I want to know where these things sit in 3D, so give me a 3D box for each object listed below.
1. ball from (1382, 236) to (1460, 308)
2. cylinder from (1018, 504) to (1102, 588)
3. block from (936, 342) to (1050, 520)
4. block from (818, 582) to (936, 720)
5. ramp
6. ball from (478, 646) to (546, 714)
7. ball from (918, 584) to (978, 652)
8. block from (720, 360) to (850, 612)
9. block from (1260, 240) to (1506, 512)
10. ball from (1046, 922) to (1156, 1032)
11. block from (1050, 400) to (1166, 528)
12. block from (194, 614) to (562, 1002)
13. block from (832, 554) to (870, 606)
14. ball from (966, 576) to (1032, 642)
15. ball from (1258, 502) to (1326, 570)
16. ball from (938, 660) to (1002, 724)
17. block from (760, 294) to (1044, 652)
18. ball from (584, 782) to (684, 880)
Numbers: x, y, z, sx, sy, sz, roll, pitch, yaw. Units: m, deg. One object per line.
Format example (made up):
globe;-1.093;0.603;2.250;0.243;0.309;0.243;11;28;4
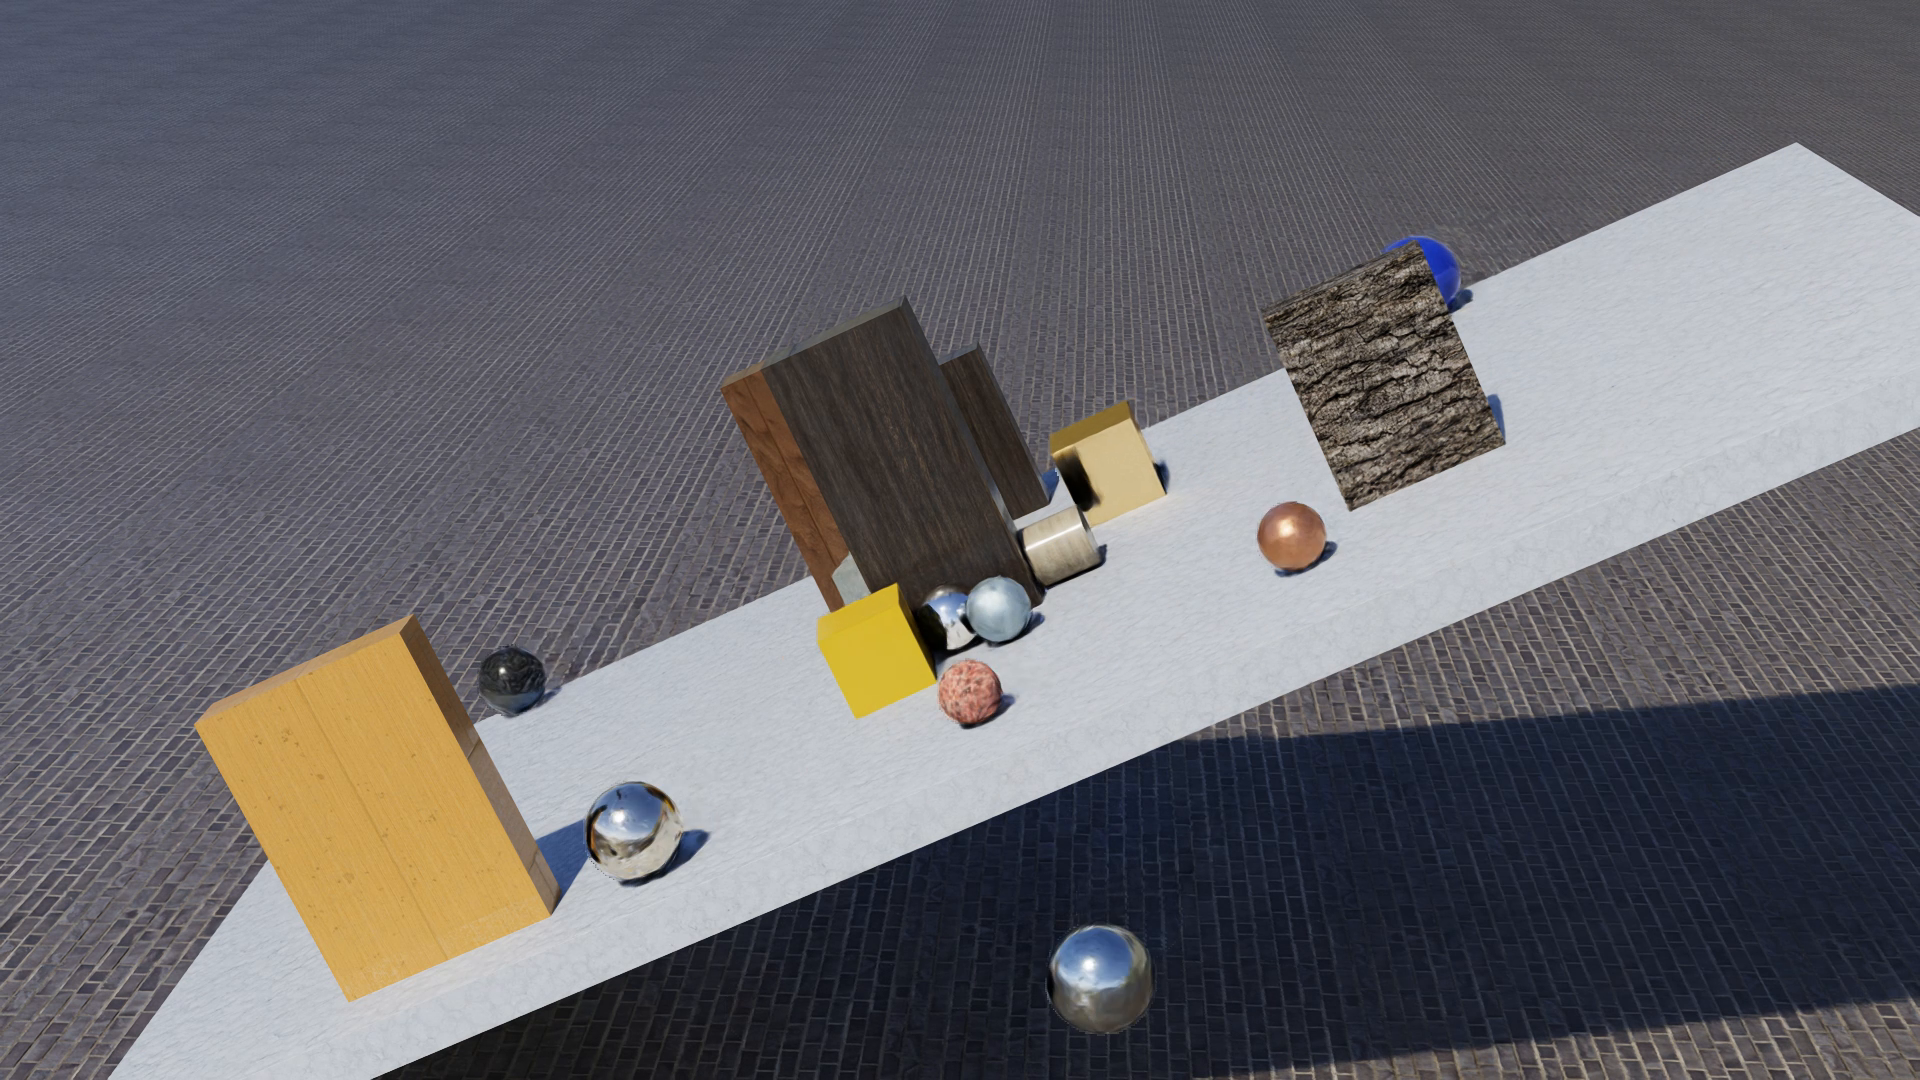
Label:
ball;1.073;-0.613;6.902;0.201;0.201;0.201;0;16;0
cylinder;0.212;0.013;6.224;0.135;0.135;0.135;-24;14;8
block;-0.075;-0.187;6.933;0.445;0.410;0.091;-24;13;9
block;-0.170;0.226;6.009;0.181;0.181;0.181;-25;13;4
ramp;0.135;0.169;6.283;4.000;0.100;2.000;-24;13;9
ball;-1.117;0.349;7.339;0.168;0.168;0.168;0;16;0
ball;-0.019;0.161;6.074;0.139;0.139;0.139;0;16;0
block;-0.229;-0.136;6.519;0.350;0.636;0.116;-24;13;9
block;0.824;-0.319;5.731;0.329;0.423;0.099;-24;13;9
ball;0.239;0.743;4.999;0.186;0.186;0.186;0;16;0
block;0.330;-0.169;6.587;0.192;0.192;0.192;-24;13;7
block;-1.113;0.518;5.656;0.443;0.624;0.124;-24;13;9
block;-0.123;0.096;6.387;0.199;0.199;0.199;-20;14;22
ball;0.079;0.140;5.982;0.133;0.133;0.133;0;16;0
ball;0.625;-0.007;5.536;0.130;0.130;0.130;0;16;0
ball;0.019;0.287;5.550;0.121;0.121;0.121;0;16;0
block;-0.115;-0.125;6.136;0.320;0.693;0.124;-24;13;9
ball;-0.618;0.551;5.574;0.186;0.186;0.186;0;16;0
